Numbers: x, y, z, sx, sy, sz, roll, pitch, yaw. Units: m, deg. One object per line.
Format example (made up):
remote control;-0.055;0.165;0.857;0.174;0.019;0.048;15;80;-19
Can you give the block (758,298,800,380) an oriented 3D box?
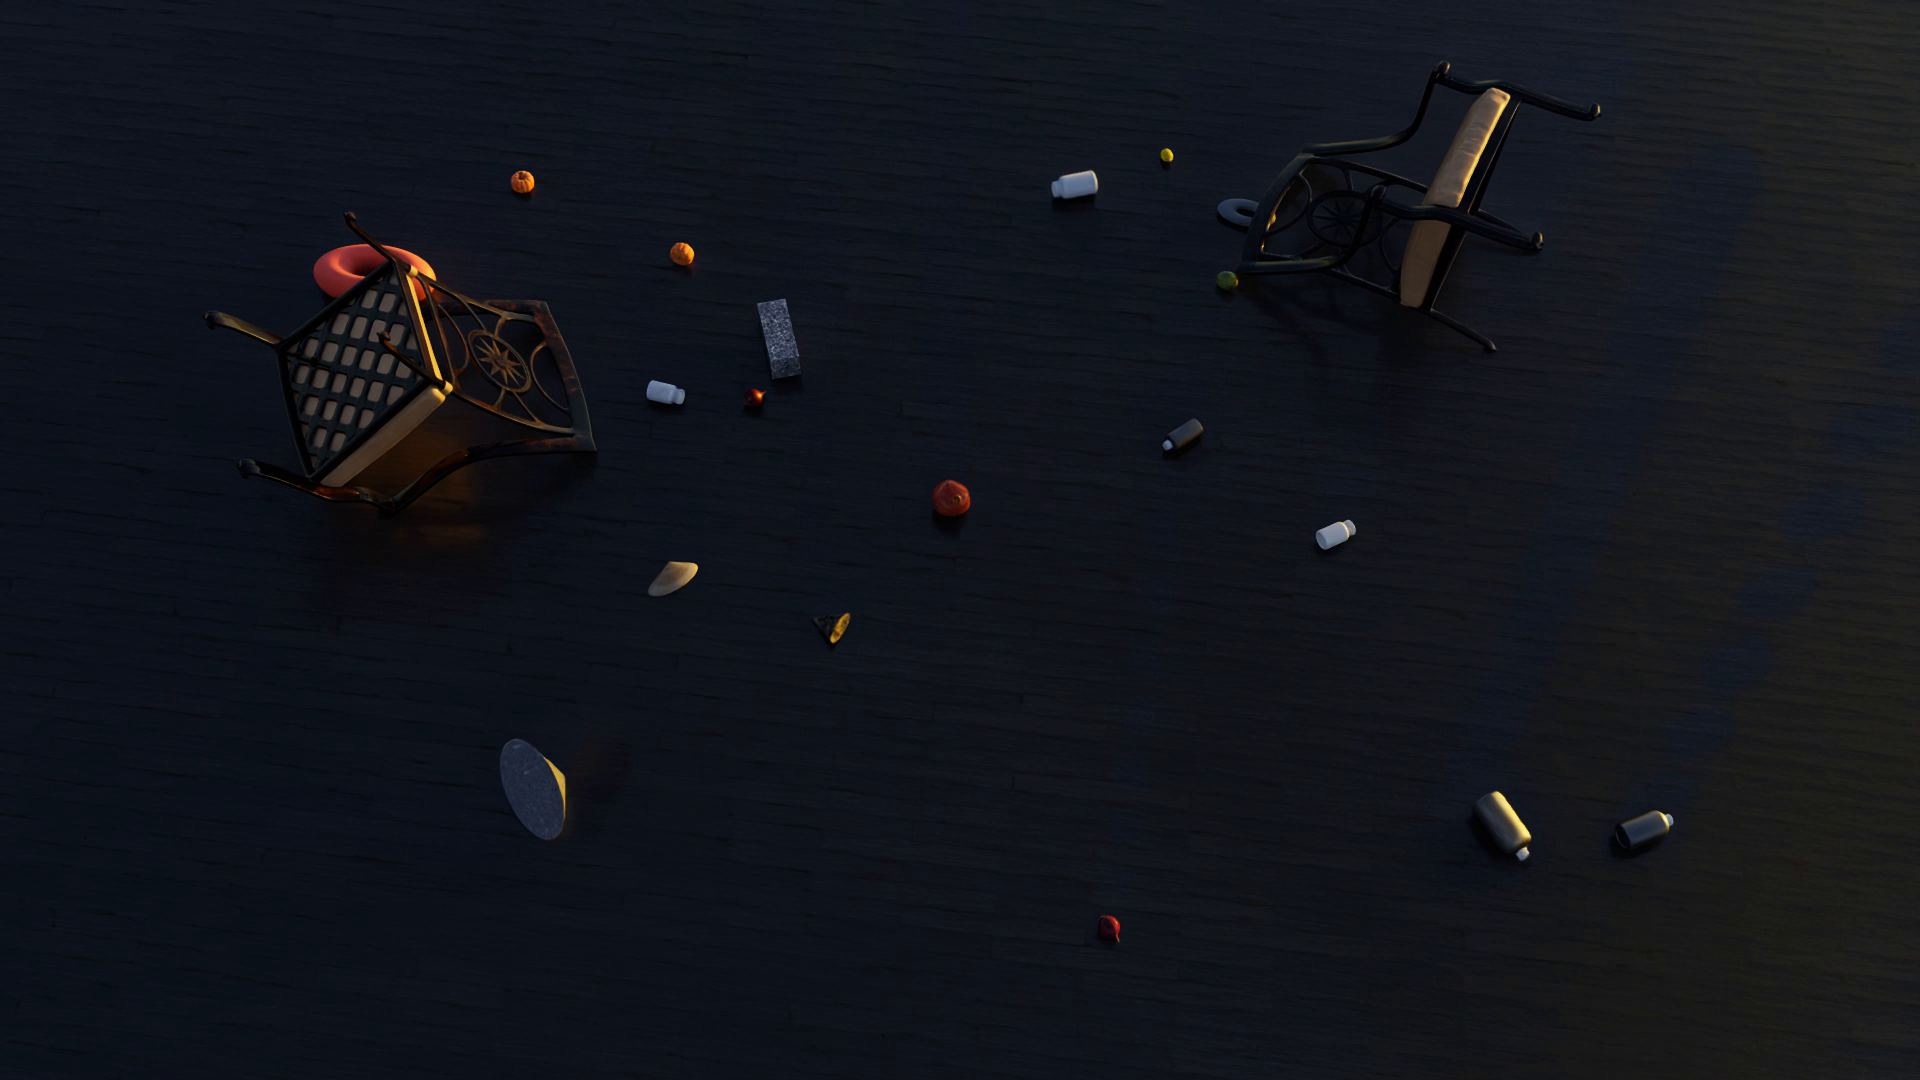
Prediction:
block;-0.572;-0.636;6.946;0.091;0.091;0.239;-11;57;-7

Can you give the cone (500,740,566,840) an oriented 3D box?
cone;-1.135;0.669;6.070;0.145;0.190;0.294;-20;84;-60

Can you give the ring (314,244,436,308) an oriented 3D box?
ring;-1.882;-0.848;7.070;0.400;0.123;0.211;6;54;5

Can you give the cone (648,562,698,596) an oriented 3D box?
cone;-0.848;0.089;6.455;0.169;0.098;0.076;-33;62;-20

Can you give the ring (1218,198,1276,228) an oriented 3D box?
ring;0.948;-1.082;7.280;0.196;0.033;0.106;14;59;7
